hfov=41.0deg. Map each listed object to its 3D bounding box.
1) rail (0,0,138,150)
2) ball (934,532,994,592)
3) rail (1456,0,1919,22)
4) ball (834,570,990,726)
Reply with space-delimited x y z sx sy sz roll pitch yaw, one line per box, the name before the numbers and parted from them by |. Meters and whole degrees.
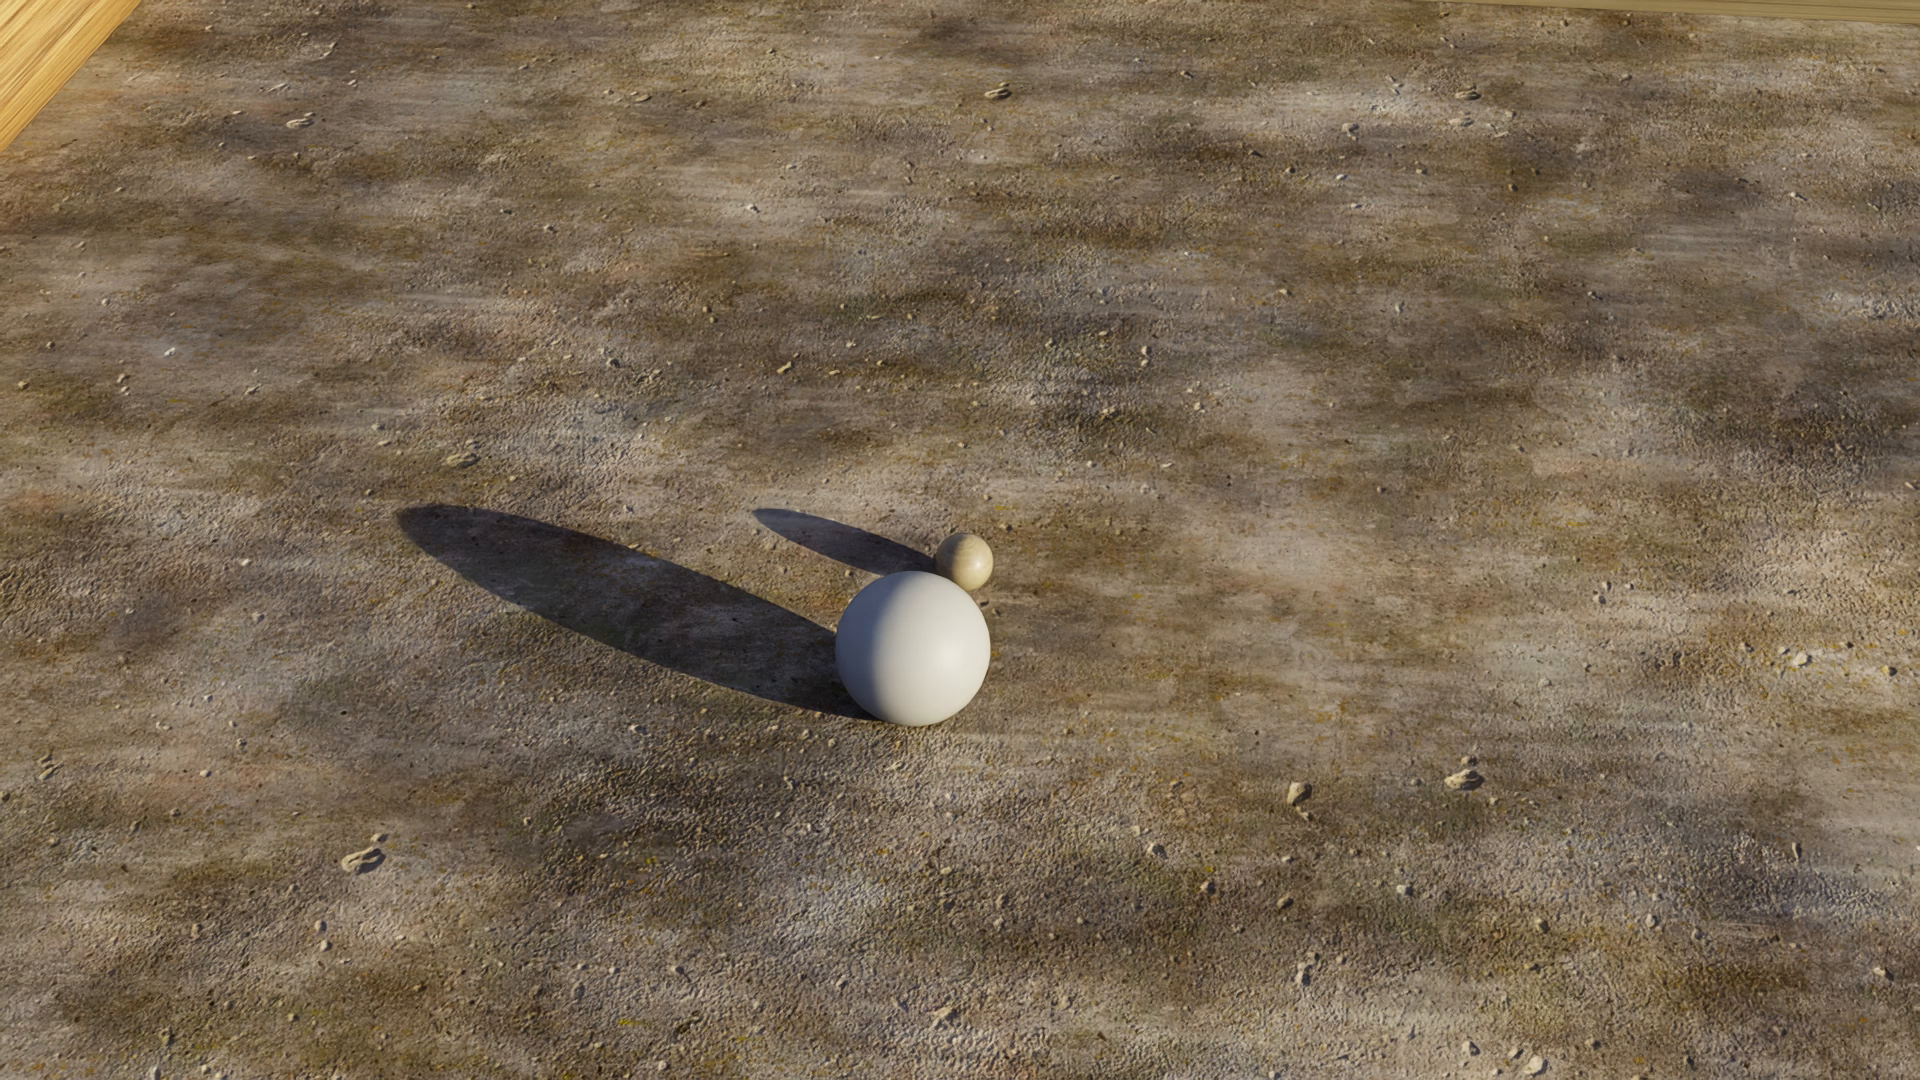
rail | -0.908 -0.086 1.831 0.045 0.130 2.080 4 36 5
ball | 0.003 0.015 1.767 0.041 0.041 0.041 0 35 0
rail | 1.049 -0.547 2.480 3.752 0.130 0.045 4 36 5
ball | -0.030 0.069 1.640 0.100 0.100 0.100 0 35 0
